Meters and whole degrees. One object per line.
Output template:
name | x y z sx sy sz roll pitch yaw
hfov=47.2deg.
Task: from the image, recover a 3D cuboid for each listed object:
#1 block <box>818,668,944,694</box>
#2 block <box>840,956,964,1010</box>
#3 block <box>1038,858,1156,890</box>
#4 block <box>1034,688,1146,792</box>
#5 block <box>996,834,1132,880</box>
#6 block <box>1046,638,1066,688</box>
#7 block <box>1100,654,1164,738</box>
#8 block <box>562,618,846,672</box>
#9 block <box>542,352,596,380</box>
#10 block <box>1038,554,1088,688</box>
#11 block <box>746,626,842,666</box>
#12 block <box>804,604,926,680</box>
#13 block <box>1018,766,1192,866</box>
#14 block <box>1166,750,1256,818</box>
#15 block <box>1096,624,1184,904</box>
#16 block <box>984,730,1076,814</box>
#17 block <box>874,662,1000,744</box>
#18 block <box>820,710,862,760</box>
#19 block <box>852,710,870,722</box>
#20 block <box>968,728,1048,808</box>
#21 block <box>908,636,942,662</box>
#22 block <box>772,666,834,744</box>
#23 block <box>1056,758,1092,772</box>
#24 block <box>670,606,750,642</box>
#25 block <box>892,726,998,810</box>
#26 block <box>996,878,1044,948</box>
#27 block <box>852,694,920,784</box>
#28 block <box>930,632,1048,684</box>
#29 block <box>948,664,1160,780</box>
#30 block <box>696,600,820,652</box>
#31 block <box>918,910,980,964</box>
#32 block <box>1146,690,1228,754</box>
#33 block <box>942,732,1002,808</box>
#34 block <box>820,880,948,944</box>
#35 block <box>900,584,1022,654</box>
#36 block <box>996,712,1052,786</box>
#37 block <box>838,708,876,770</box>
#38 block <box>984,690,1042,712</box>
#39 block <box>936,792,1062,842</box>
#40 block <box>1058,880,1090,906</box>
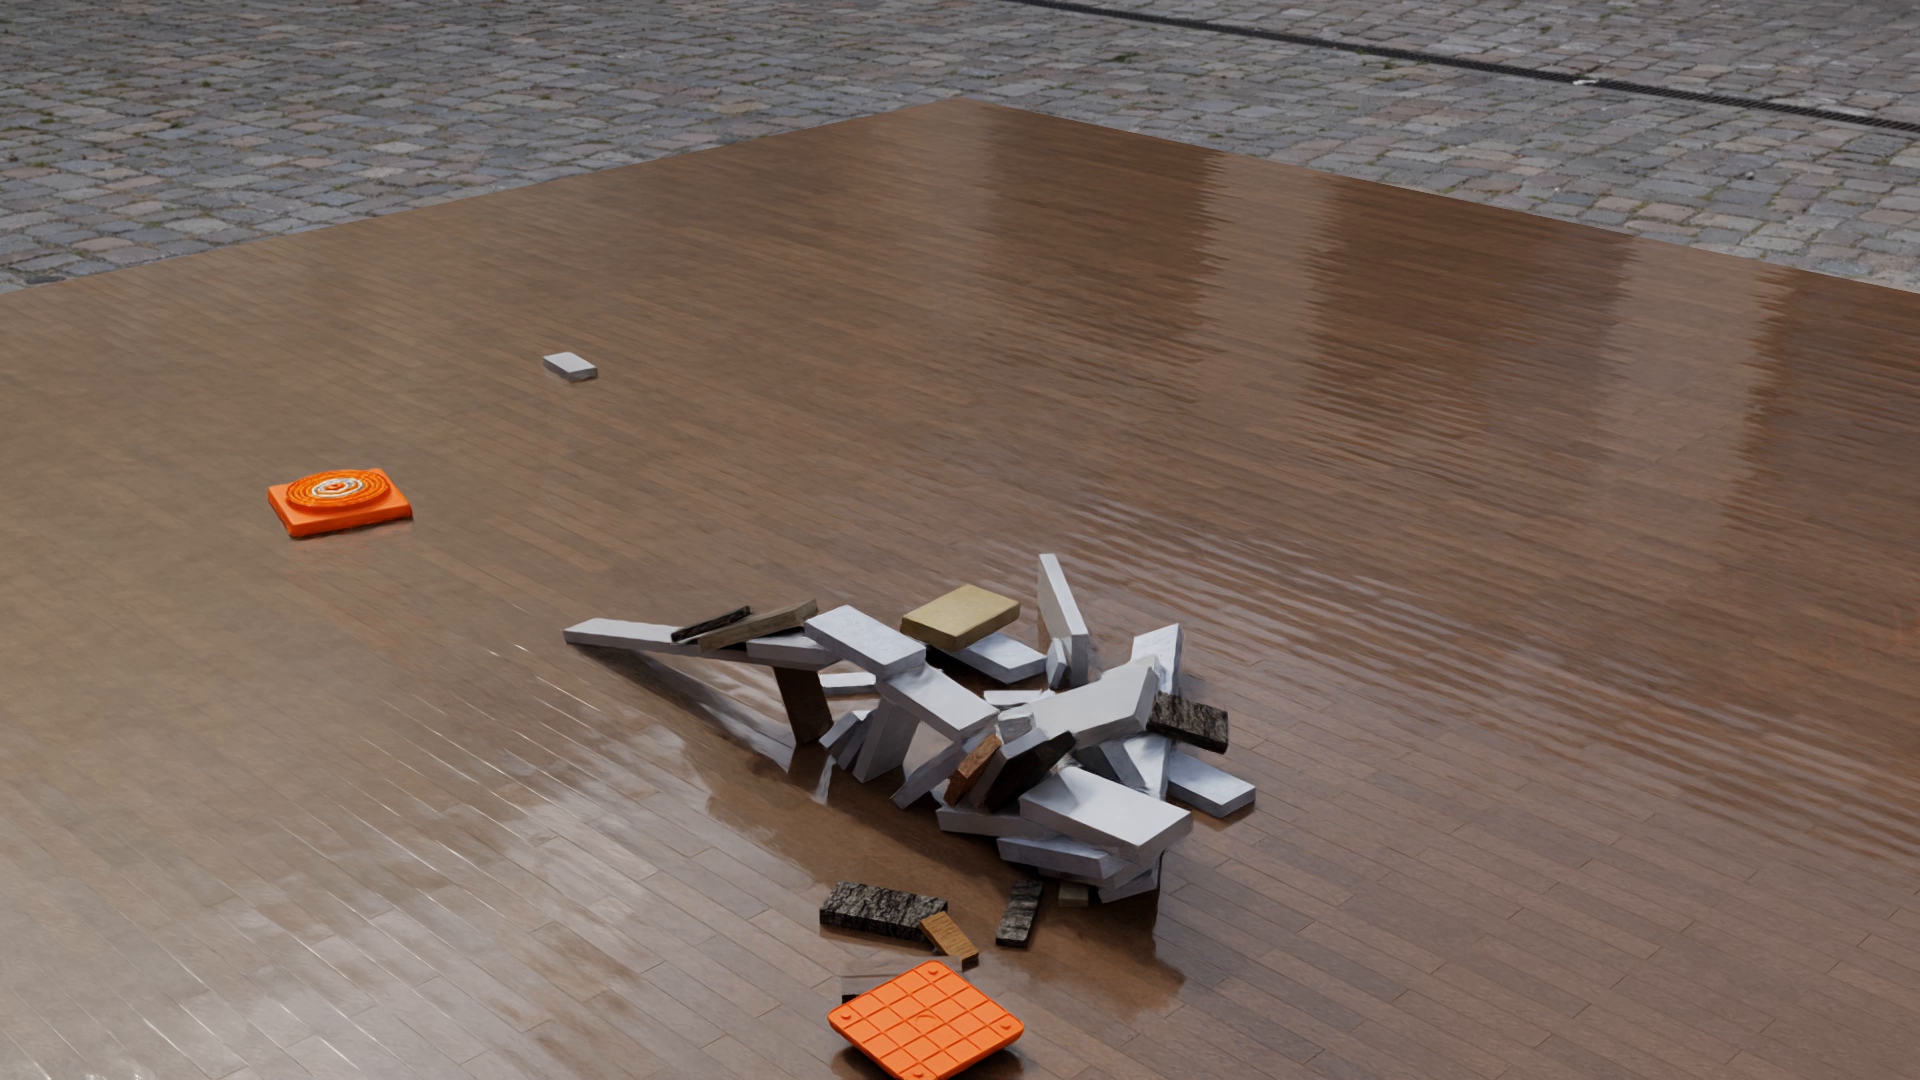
block | -0.199 0.322 4.980 0.330 0.018 0.065 -3 23 -6
block | -0.102 0.781 3.882 0.214 0.030 0.107 -2 23 -4
block | 0.256 0.613 4.174 0.107 0.030 0.214 -23 15 -37
block | 0.264 0.413 4.514 0.042 0.148 0.297 -37 24 -12
block | 0.223 0.579 4.195 0.149 0.042 0.298 -23 15 -36
block | 0.217 0.280 5.015 0.018 0.065 0.130 16 21 -10
block | 0.363 0.344 4.767 0.134 0.038 0.267 -22 19 18
block | -0.585 0.230 4.921 0.879 0.027 0.097 3 18 44
block | -1.250 -0.557 7.038 0.097 0.027 0.194 -15 27 -32
block | 0.239 0.184 5.156 0.038 0.134 0.458 -2 23 -7
block | -0.326 0.220 4.642 0.239 0.034 0.120 3 18 43
block | -0.196 0.209 4.523 0.239 0.034 0.120 26 33 38
block | 0.271 0.515 4.133 0.298 0.042 0.149 18 32 41
block | 0.491 0.502 4.538 0.109 0.031 0.218 -20 30 -39
block | 0.385 0.439 4.598 0.109 0.031 1.054 -19 20 16
block | 0.135 0.449 4.245 0.103 0.206 0.029 -24 71 -42
block | -0.047 0.320 4.419 0.235 0.033 0.117 31 37 34
block | -0.240 0.409 4.572 0.090 0.179 0.025 -43 76 -7
block | -0.201 0.413 4.761 0.073 0.021 0.146 1 23 1
block | 0.094 0.445 4.282 0.103 0.206 0.029 -24 67 -31
block | -0.083 0.231 5.181 0.097 0.027 0.193 3 23 7
block | -0.337 0.339 4.740 0.090 0.179 0.025 -21 6 -41
block | 0.255 0.474 4.620 0.098 0.014 0.049 -1 18 -3
block | -0.550 0.186 4.850 0.180 0.021 0.073 -18 5 35
block | -0.032 0.453 4.442 0.235 0.033 0.117 -39 3 38
block | 0.112 0.695 4.102 0.055 0.016 0.206 5 23 11
block | -0.140 0.393 4.542 0.117 0.235 0.033 -22 55 -42
block | 0.056 0.251 5.073 0.267 0.038 0.134 25 26 37
block | 0.184 0.378 4.448 0.463 0.042 0.149 -21 29 32
block | -0.436 0.185 4.750 0.239 0.034 0.120 -16 5 21
block | -0.021 0.724 3.990 0.055 0.016 0.111 -17 47 -34
block | 0.454 0.373 4.605 0.218 0.031 0.109 18 33 -5
block | 0.024 0.451 4.303 0.029 0.206 0.103 42 68 10
block | -0.142 0.691 4.092 0.214 0.030 0.107 8 24 17
block | 0.003 0.181 5.123 0.148 0.042 0.297 19 23 26
block | 0.130 0.419 4.376 0.073 0.146 0.021 -11 13 30
block | -0.186 0.405 4.595 0.025 0.179 0.090 47 42 17
block | 0.120 0.358 4.894 0.130 0.018 0.065 -1 23 -3
block | 0.109 0.534 4.329 0.149 0.042 0.298 -24 15 -41
block | 0.218 0.660 4.178 0.055 0.016 0.111 0 21 5
